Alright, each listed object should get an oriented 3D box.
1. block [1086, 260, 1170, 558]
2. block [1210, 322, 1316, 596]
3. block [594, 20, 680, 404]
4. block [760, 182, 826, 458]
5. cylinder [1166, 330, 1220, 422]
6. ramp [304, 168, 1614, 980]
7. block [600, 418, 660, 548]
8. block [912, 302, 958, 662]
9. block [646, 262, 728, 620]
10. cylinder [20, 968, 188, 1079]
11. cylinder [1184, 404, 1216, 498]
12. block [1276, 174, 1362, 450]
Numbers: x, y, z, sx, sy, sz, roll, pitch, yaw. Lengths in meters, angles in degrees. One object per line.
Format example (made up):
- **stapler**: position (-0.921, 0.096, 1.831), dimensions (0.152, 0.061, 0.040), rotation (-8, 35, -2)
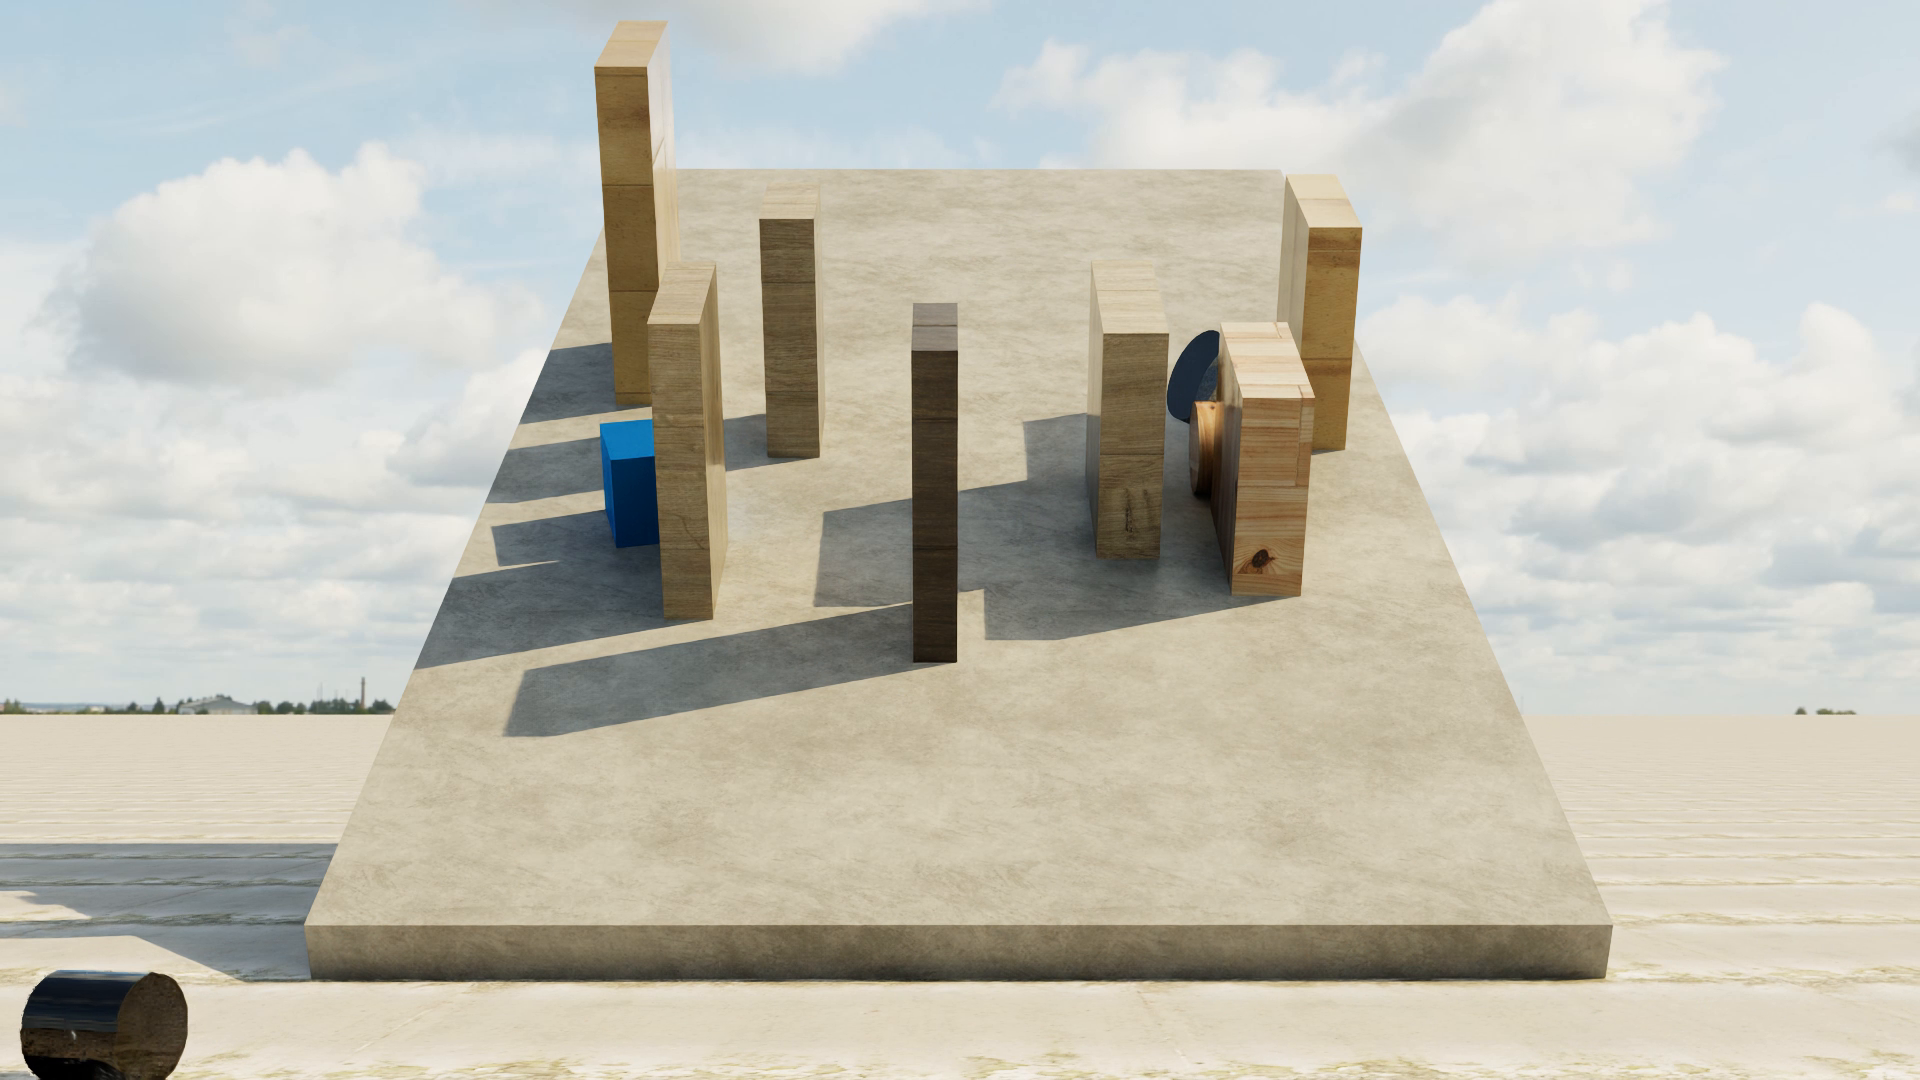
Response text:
- **block**: position (0.339, -0.275, 4.835), dimensions (0.127, 0.484, 0.439), rotation (0, 26, 0)
- **block**: position (0.598, -0.166, 4.686), dimensions (0.136, 0.418, 0.407), rotation (0, 26, 0)
- **block**: position (-0.743, -0.769, 5.499), dimensions (0.116, 0.796, 0.435), rotation (0, 26, 0)
- **block**: position (-0.368, -0.487, 5.199), dimensions (0.116, 0.550, 0.265), rotation (0, 26, 0)
- **cylinder**: position (0.602, -0.325, 5.172), dimensions (0.210, 0.210, 0.210), rotation (22, -14, -25)
- **ramp**: position (-0.009, -0.229, 5.414), dimensions (2.000, 0.100, 4.000), rotation (0, 26, 0)
- **block**: position (-0.628, -0.122, 4.844), dimensions (0.195, 0.195, 0.195), rotation (-6, 26, -13)
- **block**: position (-0.045, -0.104, 4.321), dimensions (0.081, 0.615, 0.243), rotation (0, 26, 0)
- **block**: position (-0.519, -0.194, 4.524), dimensions (0.094, 0.601, 0.346), rotation (0, 26, 0)
- **cylinder**: position (-0.950, 0.543, 2.613), dimensions (0.125, 0.125, 0.125), rotation (-1, -4, 19)
- **cylinder**: position (0.597, -0.197, 5.006), dimensions (0.197, 0.197, 0.197), rotation (-6, -4, -6)
- **block**: position (0.802, -0.519, 5.308), dimensions (0.114, 0.518, 0.390), rotation (0, 26, 0)
